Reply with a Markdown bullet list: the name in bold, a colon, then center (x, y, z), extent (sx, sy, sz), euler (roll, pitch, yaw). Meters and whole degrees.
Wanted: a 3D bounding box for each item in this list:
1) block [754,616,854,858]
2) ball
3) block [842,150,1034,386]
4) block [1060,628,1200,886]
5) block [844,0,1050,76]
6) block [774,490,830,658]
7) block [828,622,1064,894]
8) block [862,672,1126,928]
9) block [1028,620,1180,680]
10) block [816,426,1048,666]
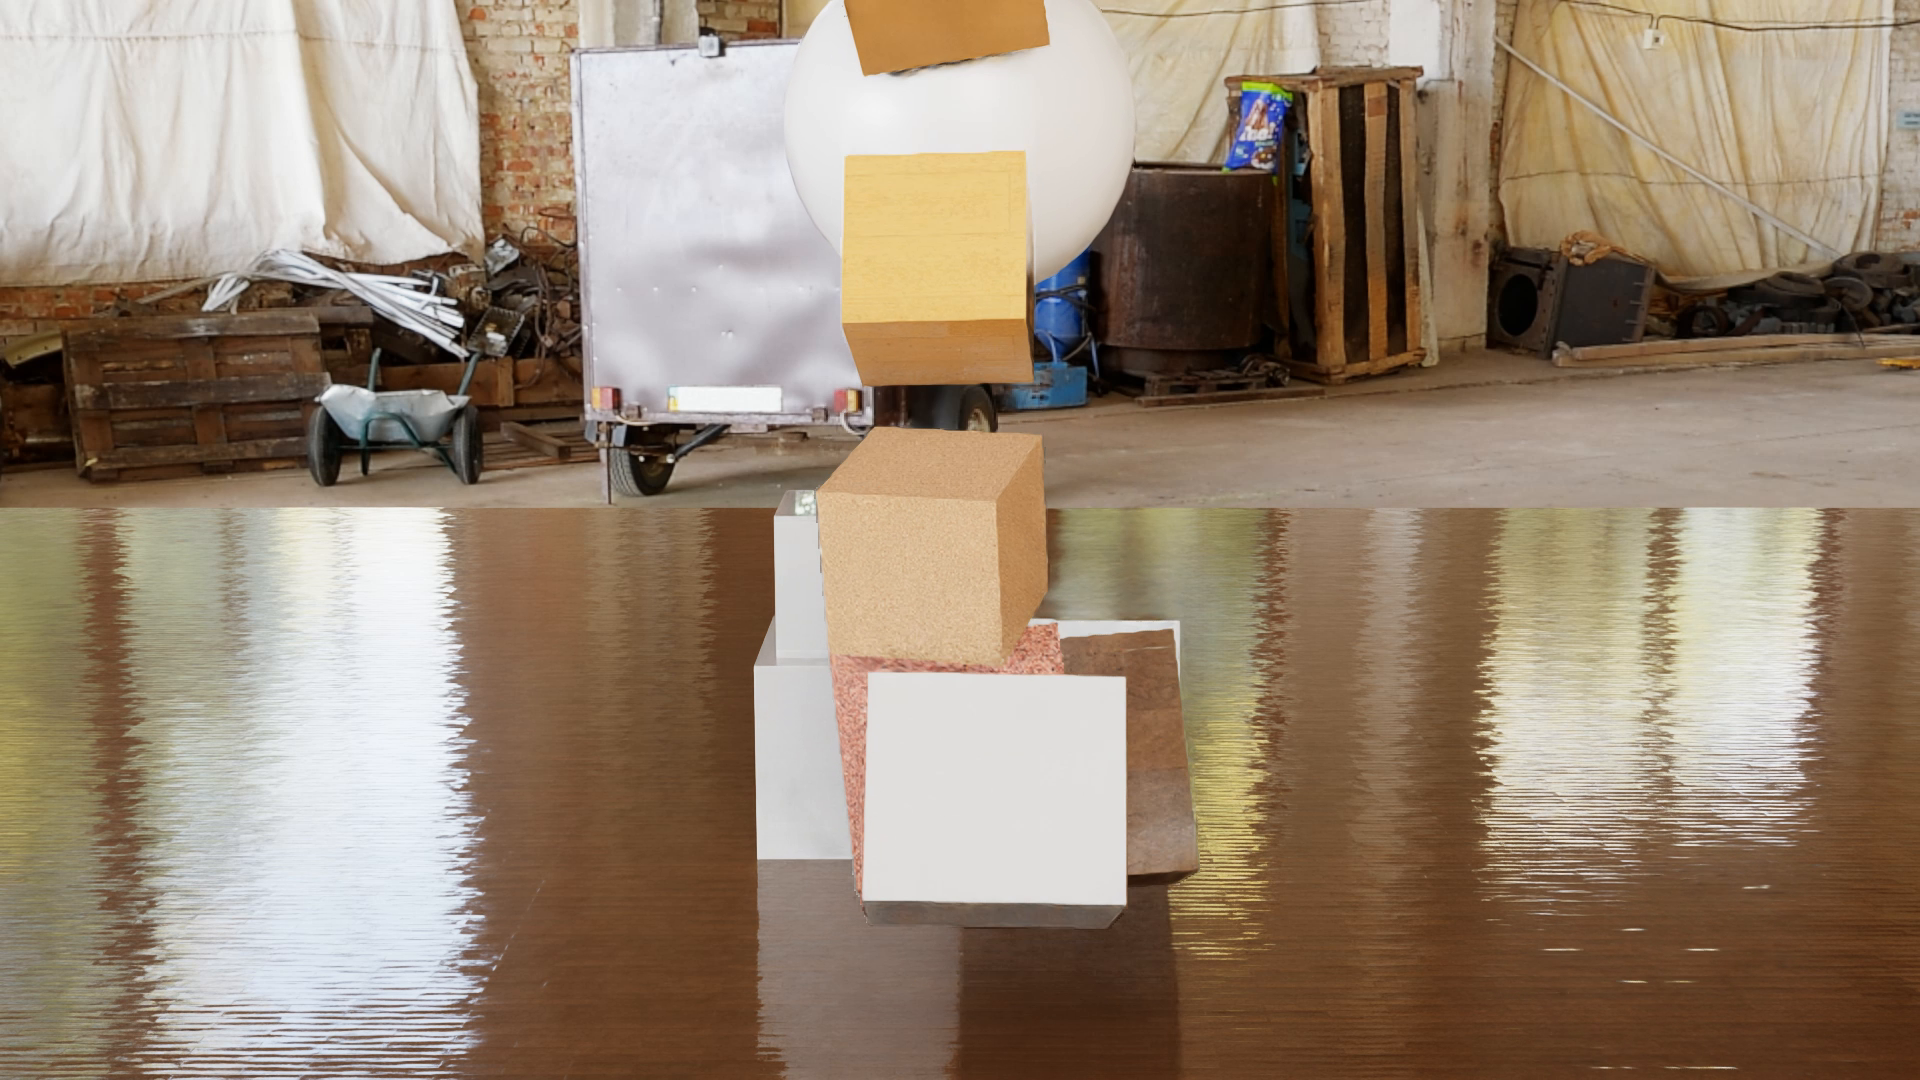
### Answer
- **block**: center (-0.506, 0.993, 11.359), extent (0.994, 0.981, 1.145), euler (0, 10, 0)
- **ball**: center (0.000, -1.875, 9.944), extent (1.600, 1.600, 1.600), euler (0, 10, 0)
- **block**: center (-0.071, -1.039, 8.525), extent (0.684, 0.676, 0.687), euler (-1, -16, 4)
- **block**: center (0.453, 0.990, 9.490), extent (0.960, 0.994, 0.950), euler (-5, -12, -1)
- **block**: center (-0.103, -2.496, 8.935), extent (0.784, 0.765, 0.773), euler (-9, -30, 4)
- **block**: center (-0.491, 0.159, 11.215), extent (0.838, 0.711, 0.820), euler (0, 10, 0)
- **block**: center (0.007, 0.887, 8.501), extent (0.853, 0.879, 0.939), euler (-8, -12, 0)
- **block**: center (0.110, 0.900, 7.461), extent (0.838, 0.737, 0.824), euler (1, -15, 0)
- **block**: center (0.510, 0.971, 10.508), extent (1.002, 1.040, 1.002), euler (0, -11, 1)
- **block**: center (-0.084, 0.010, 8.055), extent (0.651, 0.629, 0.679), euler (4, 23, 15)
